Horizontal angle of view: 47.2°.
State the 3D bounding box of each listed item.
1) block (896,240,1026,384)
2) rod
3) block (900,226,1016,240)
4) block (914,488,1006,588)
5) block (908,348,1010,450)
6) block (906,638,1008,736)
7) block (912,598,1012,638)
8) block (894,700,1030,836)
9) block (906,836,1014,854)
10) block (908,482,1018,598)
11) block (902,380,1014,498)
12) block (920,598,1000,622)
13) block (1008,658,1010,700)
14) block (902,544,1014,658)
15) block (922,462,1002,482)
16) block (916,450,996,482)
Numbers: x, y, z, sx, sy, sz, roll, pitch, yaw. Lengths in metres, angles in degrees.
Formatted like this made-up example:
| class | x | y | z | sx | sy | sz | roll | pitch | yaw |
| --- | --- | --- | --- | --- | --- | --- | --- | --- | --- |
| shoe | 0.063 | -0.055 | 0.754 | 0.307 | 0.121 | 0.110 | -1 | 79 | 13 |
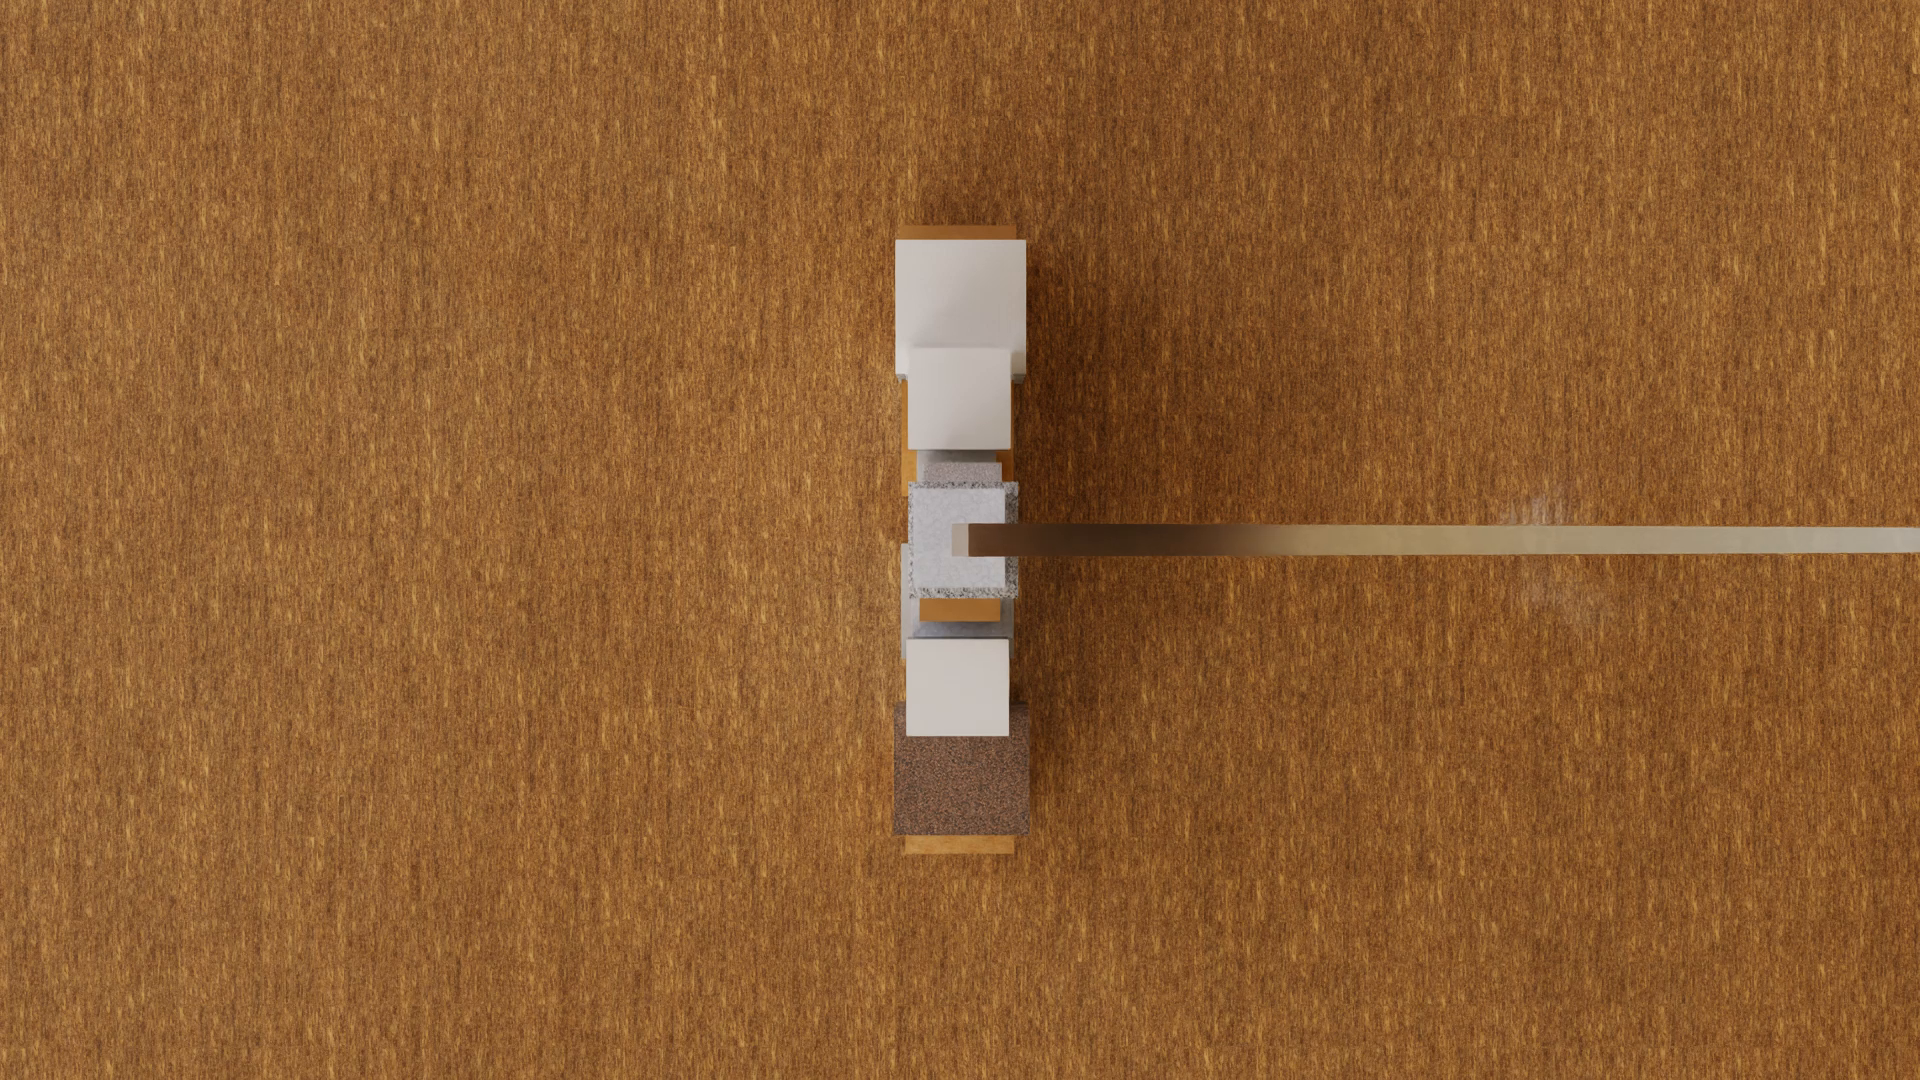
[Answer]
| class | x | y | z | sx | sy | sz | roll | pitch | yaw |
| --- | --- | --- | --- | --- | --- | --- | --- | --- | --- |
| block | 0.005 | -1.225 | 11.927 | 0.686 | 0.751 | 0.702 | 0 | 90 | 0 |
| rod | 2.234 | 0.000 | 6.576 | 5.200 | 0.080 | 0.080 | 0 | 90 | -31 |
| block | -0.012 | -1.428 | 12.651 | 0.652 | 0.698 | 0.663 | 0 | 90 | 0 |
| block | -0.003 | -0.004 | 10.307 | 0.420 | 0.464 | 0.452 | 0 | 89 | 0 |
| block | -0.004 | -0.735 | 11.352 | 0.522 | 0.420 | 0.512 | 0 | 95 | 0 |
| block | -0.012 | 0.760 | 11.477 | 0.522 | 0.529 | 0.491 | 0 | 89 | 0 |
| block | 0.011 | 0.259 | 11.691 | 0.527 | 0.503 | 0.505 | 0 | 90 | 0 |
| block | 0.009 | 1.240 | 12.039 | 0.726 | 0.601 | 0.674 | 0 | 90 | 0 |
| block | -0.001 | 1.452 | 12.670 | 0.611 | 0.661 | 0.616 | 0 | 90 | 0 |
| block | 0.017 | 0.005 | 10.767 | 0.526 | 0.455 | 0.560 | 0 | 89 | 0 |
| block | -0.013 | -0.550 | 12.121 | 0.603 | 0.594 | 0.629 | 0 | 90 | 0 |
| block | 0.000 | 0.213 | 11.217 | 0.405 | 0.445 | 0.386 | 0 | 90 | 0 |
| block | 0.017 | 0.907 | 12.765 | 0.531 | 0.471 | 0.454 | 0 | 90 | 0 |
| block | -0.013 | 0.345 | 12.720 | 0.639 | 0.560 | 0.652 | 0 | 90 | 0 |
| block | 0.010 | -0.190 | 11.193 | 0.399 | 0.338 | 0.400 | 0 | 91 | 0 |
| block | -0.019 | -0.243 | 11.592 | 0.408 | 0.463 | 0.477 | 0 | 91 | 0 |
